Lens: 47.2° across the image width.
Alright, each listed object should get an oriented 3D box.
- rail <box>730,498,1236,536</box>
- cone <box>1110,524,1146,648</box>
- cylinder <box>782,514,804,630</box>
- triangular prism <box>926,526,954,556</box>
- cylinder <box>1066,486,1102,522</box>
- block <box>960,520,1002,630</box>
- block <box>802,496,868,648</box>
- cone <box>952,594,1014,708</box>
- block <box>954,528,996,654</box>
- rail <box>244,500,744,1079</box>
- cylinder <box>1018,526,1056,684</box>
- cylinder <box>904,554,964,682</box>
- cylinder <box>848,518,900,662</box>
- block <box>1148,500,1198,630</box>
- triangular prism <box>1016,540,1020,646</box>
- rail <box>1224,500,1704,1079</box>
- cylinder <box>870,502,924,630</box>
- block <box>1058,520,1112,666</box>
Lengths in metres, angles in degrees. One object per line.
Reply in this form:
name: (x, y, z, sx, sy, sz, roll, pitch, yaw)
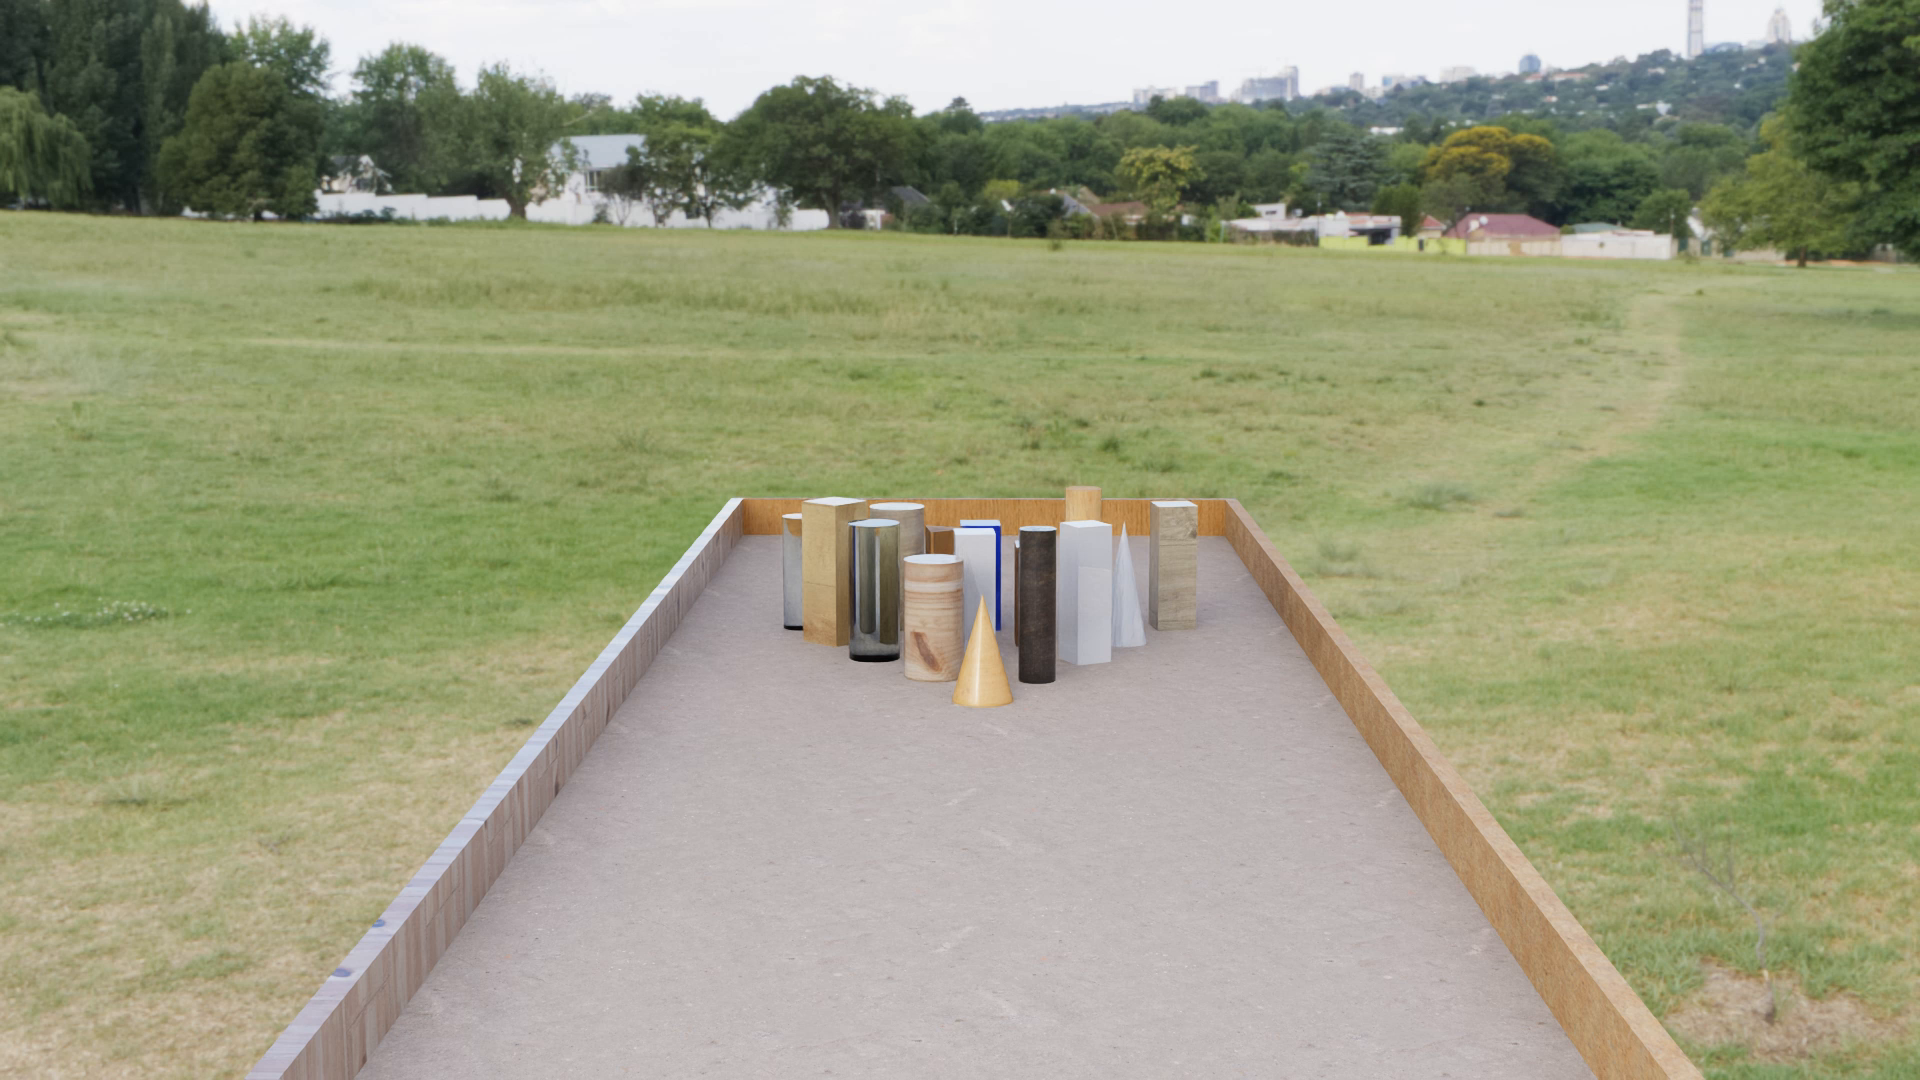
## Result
rail: (0.099, -0.098, 9.147, 2.100, 0.150, 0.050, 0, 9, 1)
cone: (0.516, 0.132, 6.934, 0.149, 0.389, 0.149, 0, 9, 0)
cylinder: (-0.519, 0.104, 7.177, 0.116, 0.368, 0.116, 0, 9, 0)
triangular prism: (-0.069, 0.142, 6.951, 0.143, 0.365, 0.124, -7, 11, -38)
cylinder: (0.401, 0.058, 7.183, 0.118, 0.457, 0.118, 0, 9, 0)
block: (0.066, 0.114, 7.184, 0.129, 0.345, 0.129, 0, 9, -2)
block: (-0.395, 0.099, 6.955, 0.146, 0.448, 0.146, 8, 12, 40)
cone: (0.063, 0.299, 6.148, 0.175, 0.305, 0.175, 0, 9, 0)
block: (0.043, 0.171, 6.656, 0.120, 0.399, 0.120, 0, 9, -3)
rail: (-1.004, 0.839, 3.234, 0.050, 0.150, 12.000, 0, 9, 1)
cylinder: (0.225, 0.188, 6.393, 0.109, 0.448, 0.109, 0, 9, 0)
cylinder: (-0.076, 0.228, 6.453, 0.176, 0.350, 0.176, 0, 9, 0)
cylinder: (-0.262, 0.154, 6.707, 0.157, 0.417, 0.157, 0, 9, 0)
block: (0.695, 0.083, 7.184, 0.127, 0.407, 0.127, -1, 9, -9)
triangular prism: (0.207, 0.165, 6.958, 0.135, 0.316, 0.117, -5, 10, -31)
rail: (1.046, 0.843, 3.208, 0.050, 0.150, 12.000, 0, 9, 1)
cylinder: (-0.205, 0.086, 7.201, 0.180, 0.396, 0.180, 0, 9, 0)
block: (0.380, 0.158, 6.668, 0.116, 0.420, 0.116, -4, 10, -26)
